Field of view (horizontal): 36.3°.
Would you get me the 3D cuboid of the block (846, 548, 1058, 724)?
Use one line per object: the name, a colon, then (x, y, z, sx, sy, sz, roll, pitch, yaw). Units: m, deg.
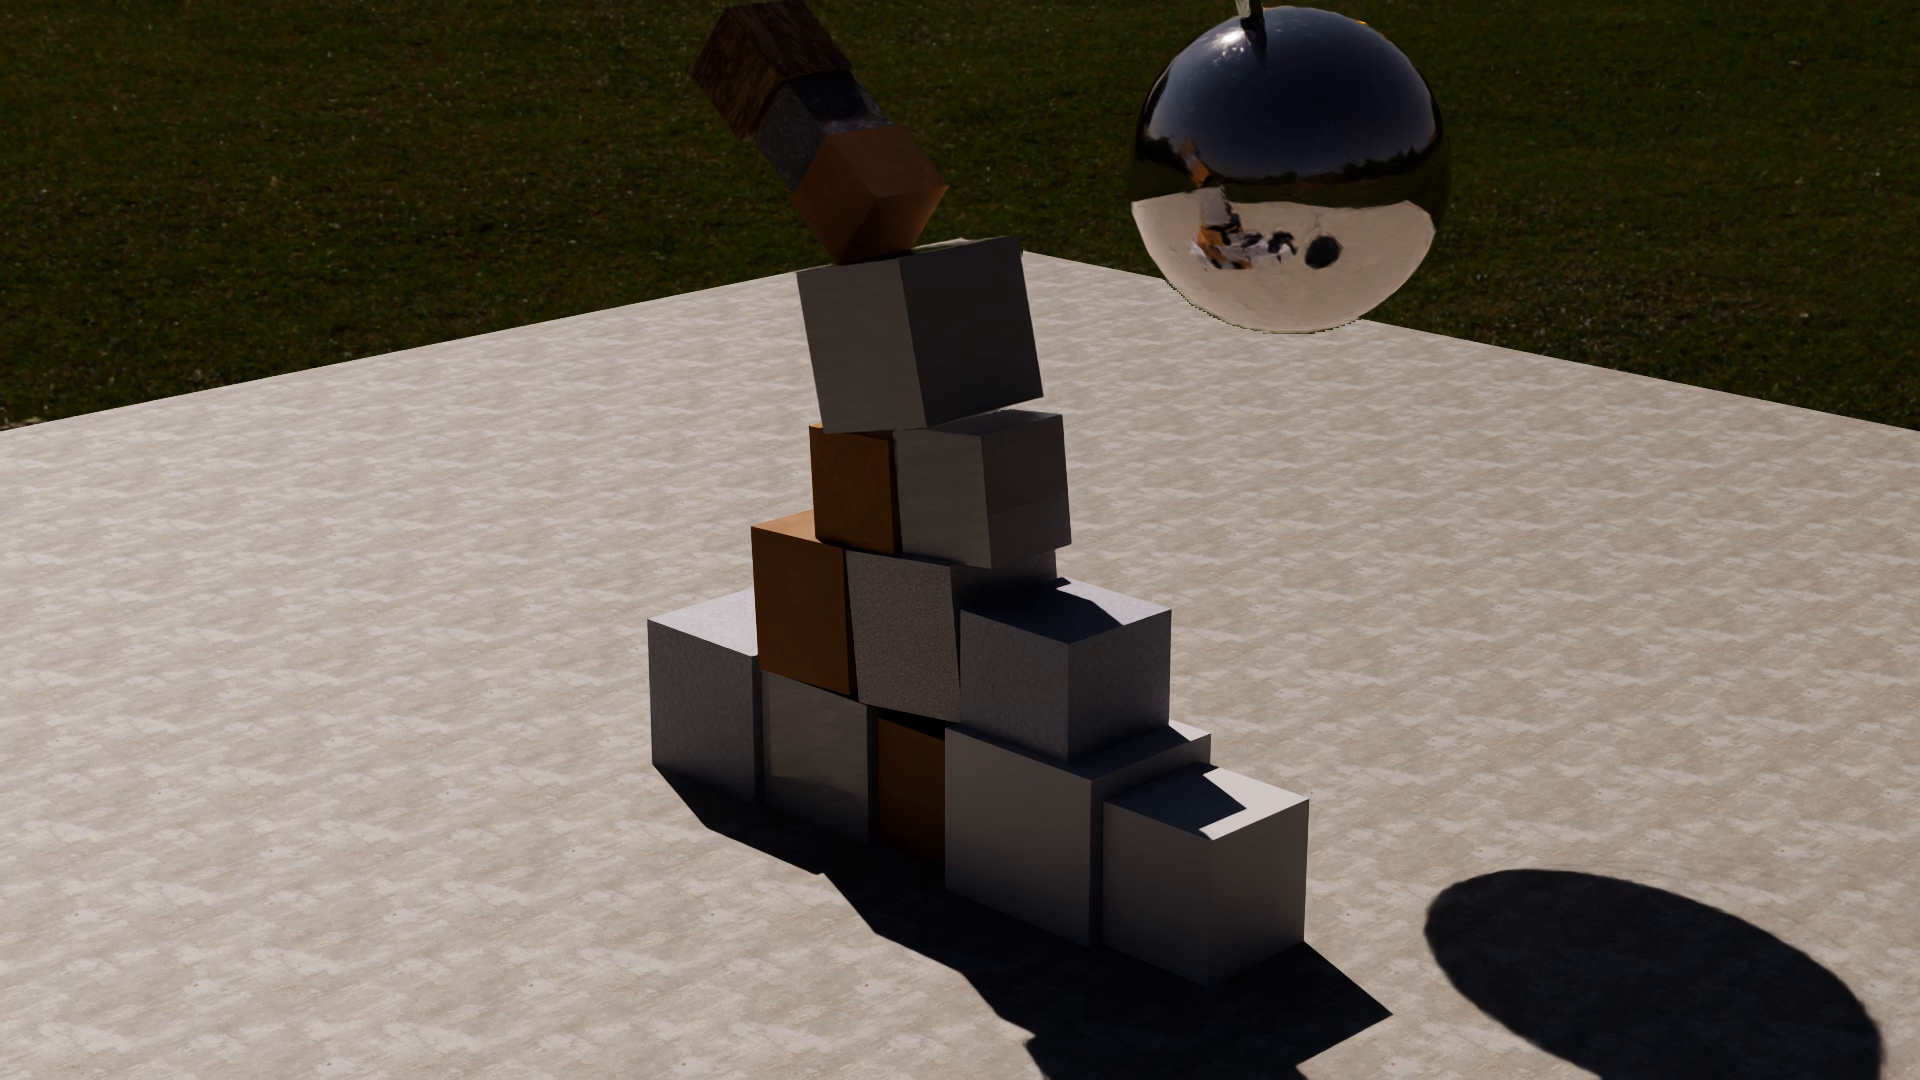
block: (-0.018, 0.363, 13.497, 0.674, 0.727, 0.680, -17, 17, -42)

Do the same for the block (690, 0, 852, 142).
block: (-0.871, -2.171, 13.548, 0.461, 0.422, 0.448, -17, 63, -42)

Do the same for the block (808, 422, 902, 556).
block: (-0.279, -0.292, 13.560, 0.527, 0.534, 0.618, 12, 21, 44)

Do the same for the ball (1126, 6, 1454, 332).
ball: (1.623, -1.825, 14.469, 1.600, 1.600, 1.600, 0, 17, 0)

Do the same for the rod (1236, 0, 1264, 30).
rod: (0.703, -4.546, 12.650, 0.080, 5.200, 0.080, 17, 46, 42)

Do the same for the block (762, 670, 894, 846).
block: (-0.462, 0.957, 14.121, 0.646, 0.703, 0.734, -17, 24, -42)

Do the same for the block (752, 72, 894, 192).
block: (-0.618, -1.856, 13.427, 0.418, 0.372, 0.386, -17, 62, -42)

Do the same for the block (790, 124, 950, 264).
block: (-0.410, -1.567, 13.258, 0.455, 0.419, 0.398, -17, 62, -42)

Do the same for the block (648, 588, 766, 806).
block: (-0.993, 0.758, 14.643, 0.792, 0.773, 0.784, -17, 24, -42)

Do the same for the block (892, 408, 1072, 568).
block: (0.100, -0.246, 13.141, 0.516, 0.596, 0.563, -17, 17, -42)

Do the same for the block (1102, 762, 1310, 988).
block: (1.057, 1.432, 12.671, 0.646, 0.670, 0.607, -17, 24, -42)

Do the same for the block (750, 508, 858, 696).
block: (-0.503, 0.253, 13.965, 0.705, 0.708, 0.639, -17, 21, -42)

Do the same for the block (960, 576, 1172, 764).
block: (0.468, 0.567, 13.019, 0.667, 0.550, 0.652, -17, 24, -42)

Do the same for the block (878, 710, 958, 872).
block: (0.002, 1.131, 13.677, 0.518, 0.641, 0.567, -17, 24, -42)

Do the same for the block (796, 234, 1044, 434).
block: (-0.180, -0.927, 13.222, 0.743, 0.743, 0.685, -17, 11, -43)

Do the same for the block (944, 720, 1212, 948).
block: (0.524, 1.219, 13.163, 0.789, 0.781, 0.883, -17, 24, -42)
